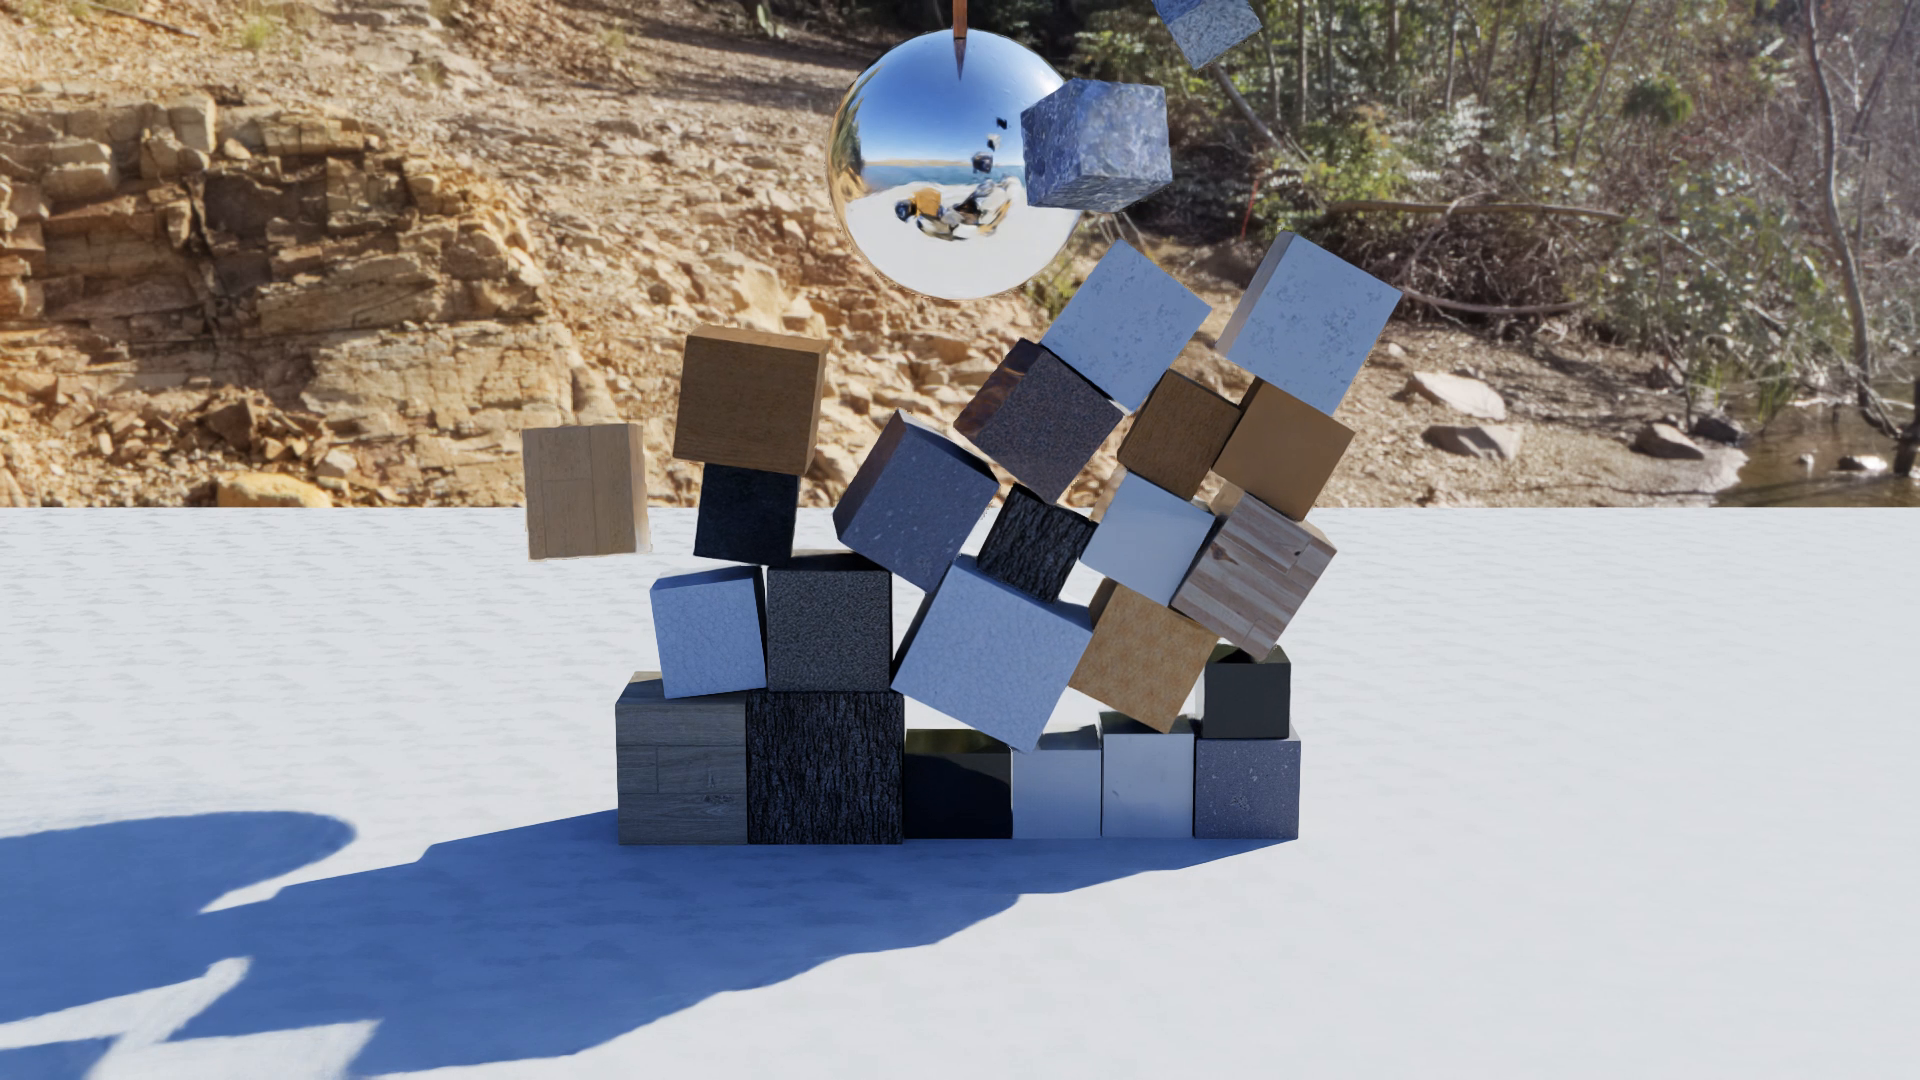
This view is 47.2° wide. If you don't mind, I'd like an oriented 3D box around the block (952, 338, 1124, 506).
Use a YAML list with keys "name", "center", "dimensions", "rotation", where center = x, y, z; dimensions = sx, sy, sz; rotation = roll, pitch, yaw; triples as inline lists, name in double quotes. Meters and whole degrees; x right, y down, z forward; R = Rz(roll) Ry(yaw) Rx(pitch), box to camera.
- name: "block"
  center: [0.386, -0.605, 11.102]
  dimensions: [0.526, 0.581, 0.568]
  rotation: [38, 3, -15]

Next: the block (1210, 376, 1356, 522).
- name: "block"
  center: [1.610, -0.471, 11.083]
  dimensions: [0.519, 0.519, 0.484]
  rotation: [30, 9, -1]

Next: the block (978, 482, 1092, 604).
- name: "block"
  center: [0.376, 0.014, 11.163]
  dimensions: [0.425, 0.433, 0.379]
  rotation: [26, 8, -4]

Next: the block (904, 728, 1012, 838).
- name: "block"
  center: [-0.011, 1.258, 11.391]
  dimensions: [0.540, 0.450, 0.476]
  rotation: [0, 10, 0]

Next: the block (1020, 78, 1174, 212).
- name: "block"
  center: [0.667, -1.934, 10.823]
  dimensions: [0.513, 0.477, 0.535]
  rotation: [-1, -8, -27]

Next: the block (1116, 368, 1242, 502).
- name: "block"
  center: [1.101, -0.542, 11.111]
  dimensions: [0.423, 0.516, 0.412]
  rotation: [29, 9, 0]

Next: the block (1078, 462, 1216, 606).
- name: "block"
  center: [0.933, -0.047, 11.178]
  dimensions: [0.497, 0.514, 0.517]
  rotation: [27, 9, -4]

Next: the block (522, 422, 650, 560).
- name: "block"
  center: [-1.891, -0.249, 11.160]
  dimensions: [0.527, 0.646, 0.578]
  rotation: [-4, 1, -1]

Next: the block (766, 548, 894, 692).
- name: "block"
  center: [-0.656, 0.402, 11.260]
  dimensions: [0.610, 0.615, 0.598]
  rotation: [0, 10, 0]

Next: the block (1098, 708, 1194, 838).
- name: "block"
  center: [0.956, 1.204, 11.419]
  dimensions: [0.455, 0.545, 0.504]
  rotation: [0, 10, 0]

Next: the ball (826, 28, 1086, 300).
- name: "ball"
  center: [0.000, -2.234, 13.107]
  dimensions: [1.600, 1.600, 1.600]
  rotation: [0, 10, 0]

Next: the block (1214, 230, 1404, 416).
- name: "block"
  center: [1.726, -1.093, 10.989]
  dimensions: [0.597, 0.687, 0.650]
  rotation: [28, 9, -3]

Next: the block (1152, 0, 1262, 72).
- name: "block"
  center: [1.152, -2.581, 10.552]
  dimensions: [0.380, 0.380, 0.363]
  rotation: [-31, -37, 13]

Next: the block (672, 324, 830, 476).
- name: "block"
  center: [-1.039, -0.712, 11.028]
  dimensions: [0.651, 0.608, 0.677]
  rotation: [8, 10, -1]

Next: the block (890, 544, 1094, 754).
- name: "block"
  center: [0.159, 0.536, 11.274]
  dimensions: [0.785, 0.701, 0.671]
  rotation: [26, 10, -5]

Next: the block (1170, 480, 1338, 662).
- name: "block"
  center: [1.460, 0.130, 11.203]
  dimensions: [0.545, 0.671, 0.646]
  rotation: [32, 9, -5]

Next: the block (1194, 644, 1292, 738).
- name: "block"
  center: [1.450, 0.776, 11.304]
  dimensions: [0.435, 0.394, 0.413]
  rotation: [0, 10, 0]

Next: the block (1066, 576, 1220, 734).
- name: "block"
  center: [0.918, 0.551, 11.301]
  dimensions: [0.581, 0.582, 0.544]
  rotation: [27, 9, -5]

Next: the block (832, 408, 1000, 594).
- name: "block"
  center: [-0.233, -0.203, 11.127]
  dimensions: [0.541, 0.651, 0.590]
  rotation: [30, 9, -13]

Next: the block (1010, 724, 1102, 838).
- name: "block"
  center: [0.490, 1.245, 11.420]
  dimensions: [0.450, 0.464, 0.519]
  rotation: [0, 10, 0]

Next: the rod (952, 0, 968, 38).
- name: "rod"
  center: [0.000, -5.092, 11.265]
  dimensions: [0.080, 5.200, 0.080]
  rotation: [0, 33, 0]

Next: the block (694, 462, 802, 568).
- name: "block"
  center: [-1.066, -0.173, 11.153]
  dimensions: [0.467, 0.495, 0.466]
  rotation: [8, 10, -2]

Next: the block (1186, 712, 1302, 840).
- name: "block"
  center: [1.460, 1.219, 11.417]
  dimensions: [0.527, 0.517, 0.550]
  rotation: [0, 10, 0]

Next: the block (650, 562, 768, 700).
- name: "block"
  center: [-1.259, 0.452, 11.254]
  dimensions: [0.520, 0.562, 0.494]
  rotation: [-7, 10, 1]

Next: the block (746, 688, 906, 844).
- name: "block"
  center: [-0.678, 1.090, 11.382]
  dimensions: [0.771, 0.782, 0.703]
  rotation: [0, 10, 0]

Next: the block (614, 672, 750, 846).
- name: "block"
  center: [-1.397, 1.117, 11.375]
  dimensions: [0.649, 0.731, 0.703]
  rotation: [0, 10, 0]

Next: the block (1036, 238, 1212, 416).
- name: "block"
  center: [0.817, -1.074, 11.238]
  dimensions: [0.587, 0.654, 0.633]
  rotation: [37, 0, -2]
